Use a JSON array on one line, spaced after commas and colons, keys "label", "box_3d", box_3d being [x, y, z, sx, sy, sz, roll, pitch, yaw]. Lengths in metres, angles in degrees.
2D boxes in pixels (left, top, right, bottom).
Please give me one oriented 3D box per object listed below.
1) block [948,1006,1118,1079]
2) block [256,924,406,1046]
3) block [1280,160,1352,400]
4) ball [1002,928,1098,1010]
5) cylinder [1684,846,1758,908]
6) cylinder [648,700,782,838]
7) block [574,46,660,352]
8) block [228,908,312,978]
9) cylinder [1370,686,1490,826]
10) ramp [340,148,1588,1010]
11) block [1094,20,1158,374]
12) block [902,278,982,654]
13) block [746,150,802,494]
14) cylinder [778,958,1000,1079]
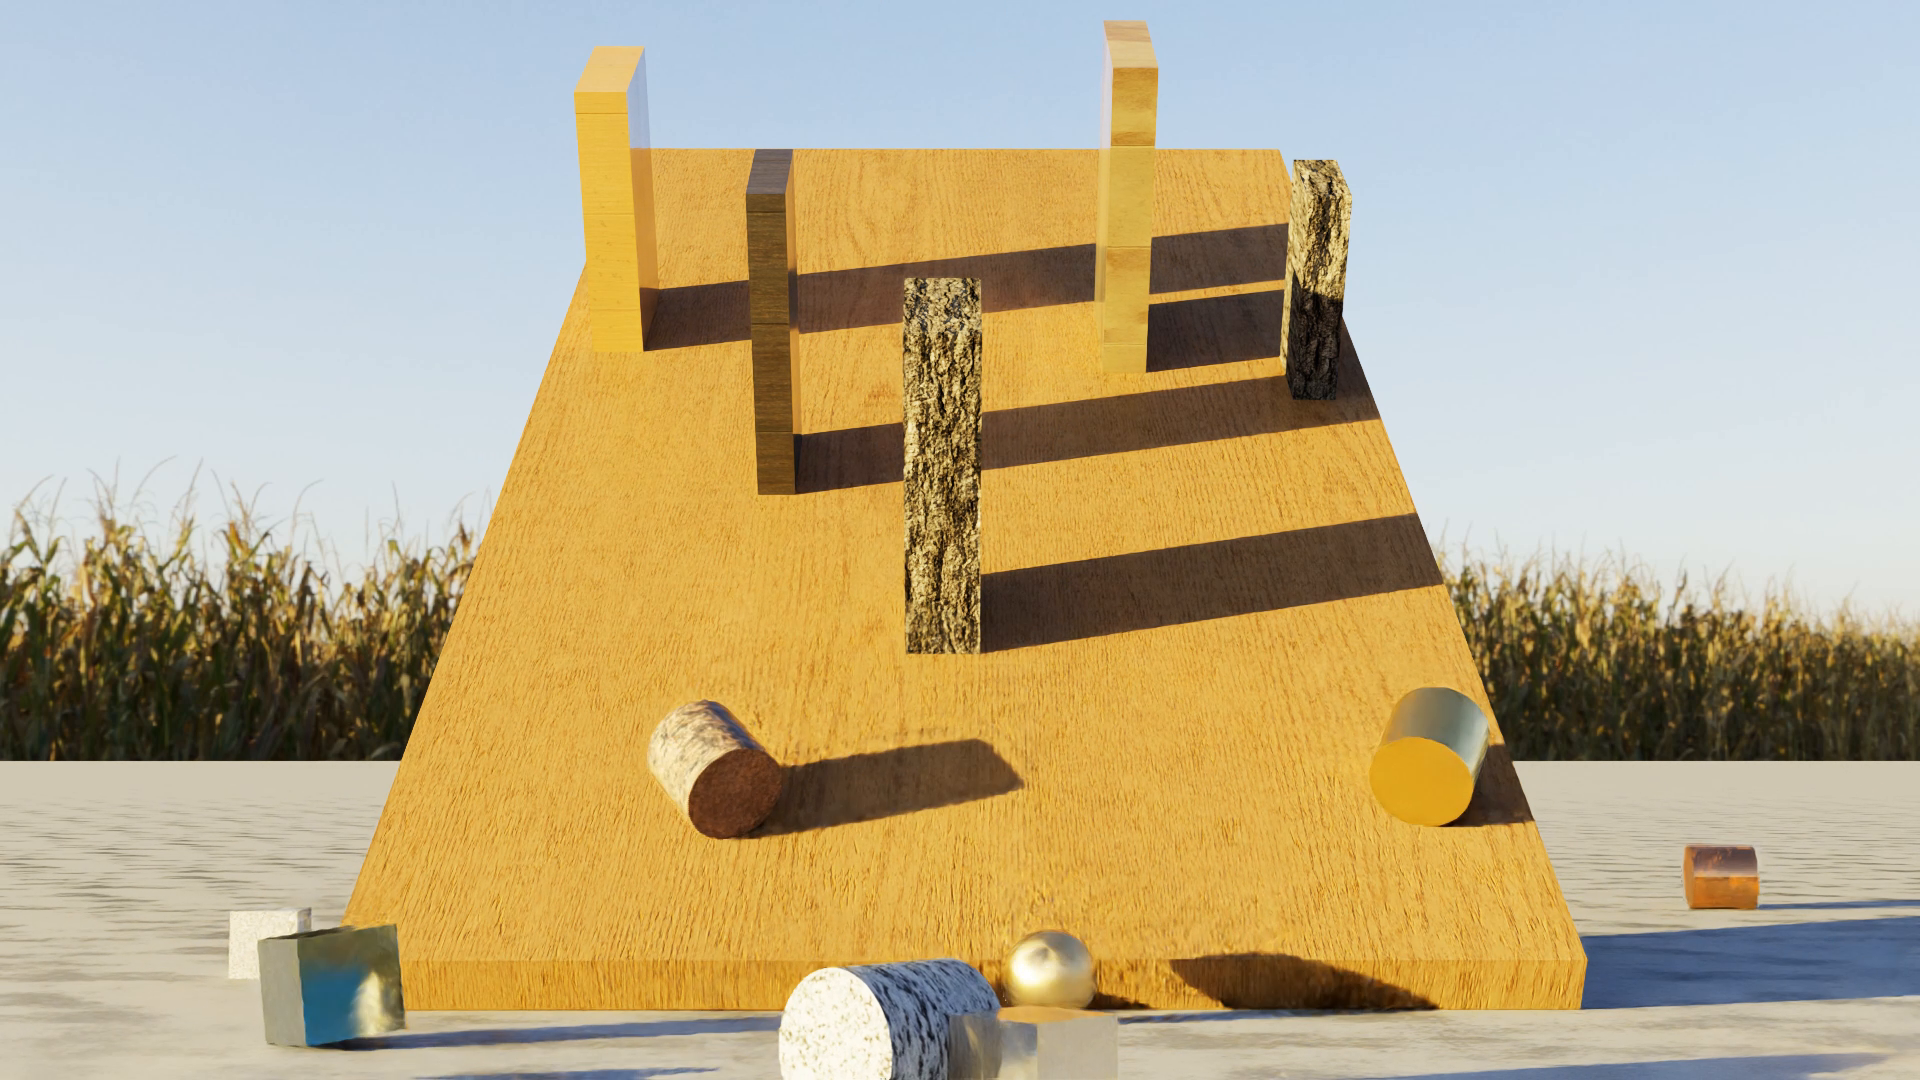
[{"label": "block", "box_3d": [0.080, 0.577, 2.573, 0.129, 0.129, 0.129, -5, -7, 44]}, {"label": "block", "box_3d": [-0.892, 0.630, 3.381, 0.147, 0.147, 0.147, -3, -6, -38]}, {"label": "block", "box_3d": [0.845, -0.620, 5.679, 0.101, 0.509, 0.260, 0, 28, 0]}, {"label": "ball", "box_3d": [0.137, 0.665, 3.630, 0.144, 0.144, 0.144, 0, -5, 0]}, {"label": "cylinder", "box_3d": [2.033, 0.902, 6.369, 0.165, 0.165, 0.165, -1, -5, 8]}, {"label": "cylinder", "box_3d": [-0.424, 0.394, 4.108, 0.176, 0.176, 0.176, 3, 22, -34]}, {"label": "block", "box_3d": [-0.850, -0.851, 5.939, 0.124, 0.664, 0.381, 0, 28, 0]}, {"label": "block", "box_3d": [-1.284, 0.749, 4.441, 0.122, 0.122, 0.122, 0, -5, -3]}, {"label": "cylinder", "box_3d": [0.819, 0.376, 4.150, 0.178, 0.178, 0.178, -2, 25, 24]}, {"label": "ramp", "box_3d": [-0.011, -0.223, 5.575, 2.000, 0.100, 4.000, 0, 28, 0]}, {"label": "block", "box_3d": [0.401, -0.838, 5.817, 0.105, 0.762, 0.399, 0, 28, 0]}, {"label": "block", "box_3d": [-0.034, -0.140, 4.592, 0.144, 0.670, 0.279, 0, 28, 0]}, {"label": "block", "box_3d": [-0.402, -0.472, 5.195, 0.082, 0.694, 0.287, 0, 28, 0]}, {"label": "cylinder", "box_3d": [-0.074, 0.558, 2.638, 0.179, 0.179, 0.179, -5, -7, 44]}]
